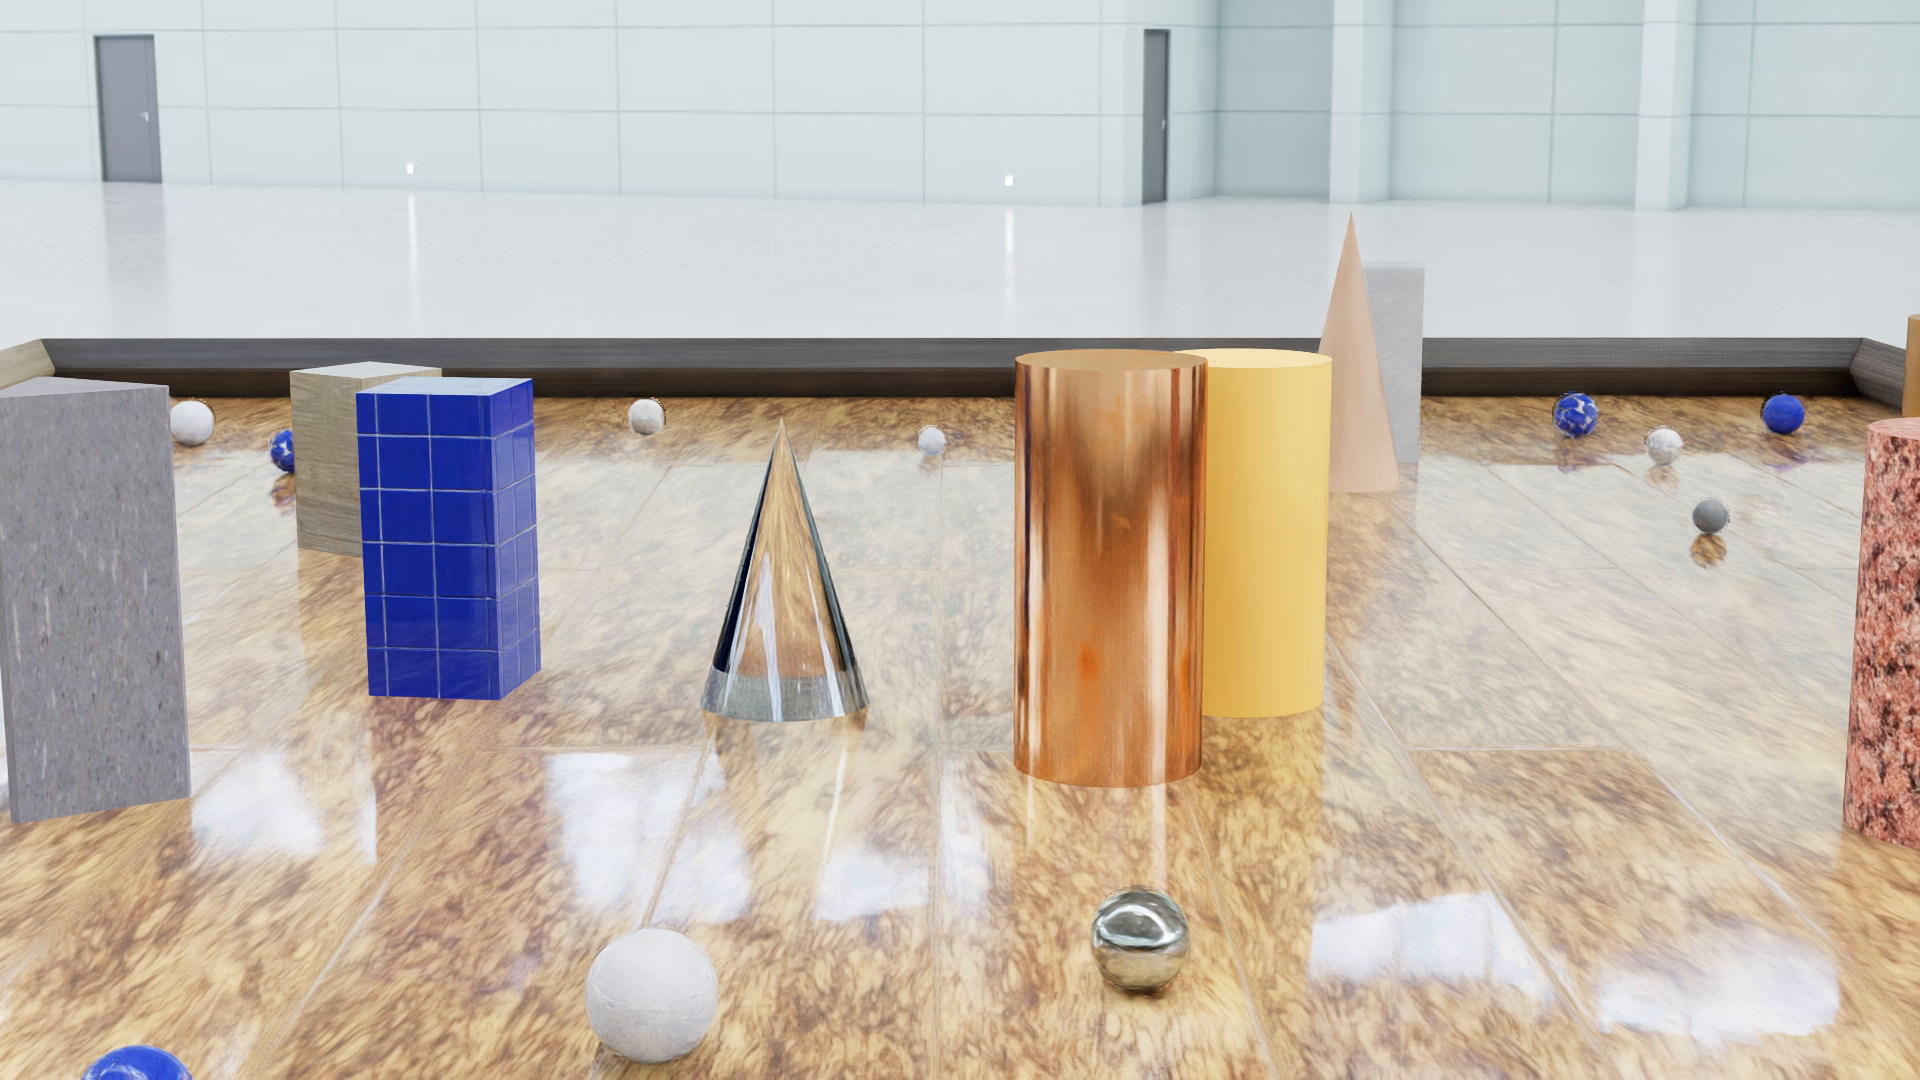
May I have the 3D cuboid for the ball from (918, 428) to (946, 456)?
[{"bbox_3d":[-0.053,-0.187,4.856,0.052,0.052,0.052,0,10,0],"label":"ball"}]

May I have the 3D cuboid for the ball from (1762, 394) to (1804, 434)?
[{"bbox_3d":[1.644,-0.250,5.121,0.081,0.081,0.081,0,10,0],"label":"ball"}]

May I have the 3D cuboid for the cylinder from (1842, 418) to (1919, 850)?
[{"bbox_3d":[0.963,0.087,2.459,0.199,0.386,0.199,0,10,0],"label":"cylinder"}]

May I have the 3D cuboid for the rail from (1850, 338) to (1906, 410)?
[{"bbox_3d":[2.004,0.031,3.460,0.045,0.129,4.598,0,10,0],"label":"rail"}]

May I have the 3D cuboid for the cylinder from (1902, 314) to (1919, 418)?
[{"bbox_3d":[1.413,-0.117,3.573,0.199,0.382,0.199,0,10,0],"label":"cylinder"}]

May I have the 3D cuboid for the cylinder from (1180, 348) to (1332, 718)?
[{"bbox_3d":[0.324,-0.012,2.964,0.199,0.397,0.199,0,10,0],"label":"cylinder"}]

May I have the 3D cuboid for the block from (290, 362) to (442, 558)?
[{"bbox_3d":[-0.902,-0.125,3.919,0.159,0.271,0.159,7,13,34],"label":"block"}]

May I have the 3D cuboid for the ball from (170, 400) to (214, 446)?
[{"bbox_3d":[-1.491,-0.227,4.974,0.088,0.088,0.088,0,10,0],"label":"ball"}]

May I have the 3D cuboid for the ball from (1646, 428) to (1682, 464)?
[{"bbox_3d":[1.302,-0.173,4.745,0.066,0.066,0.066,0,10,0],"label":"ball"}]

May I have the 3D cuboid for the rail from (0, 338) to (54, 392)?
[{"bbox_3d":[-2.004,0.035,3.437,0.045,0.129,4.598,0,10,0],"label":"rail"}]

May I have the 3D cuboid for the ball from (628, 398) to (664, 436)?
[{"bbox_3d":[-0.626,-0.245,5.114,0.073,0.073,0.073,0,10,0],"label":"ball"}]

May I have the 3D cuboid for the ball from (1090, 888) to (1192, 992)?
[{"bbox_3d":[0.144,0.318,2.044,0.081,0.081,0.081,0,10,0],"label":"ball"}]

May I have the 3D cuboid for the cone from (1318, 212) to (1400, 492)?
[{"bbox_3d":[0.678,-0.336,4.488,0.199,0.480,0.199,0,10,0],"label":"cone"}]

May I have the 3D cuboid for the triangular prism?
[{"bbox_3d":[-0.889,0.051,2.569,0.172,0.416,0.149,-7,12,-32],"label":"triangular prism"}]

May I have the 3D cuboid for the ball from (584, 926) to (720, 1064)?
[{"bbox_3d":[-0.228,0.336,1.897,0.099,0.099,0.099,0,10,0],"label":"ball"}]

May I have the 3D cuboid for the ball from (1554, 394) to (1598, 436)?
[{"bbox_3d":[1.225,-0.248,5.096,0.086,0.086,0.086,0,10,0],"label":"ball"}]

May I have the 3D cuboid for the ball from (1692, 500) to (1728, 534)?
[{"bbox_3d":[1.182,-0.037,4.042,0.054,0.054,0.054,0,10,0],"label":"ball"}]

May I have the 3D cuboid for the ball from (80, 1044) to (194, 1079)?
[{"bbox_3d":[-0.551,0.379,1.713,0.083,0.083,0.083,0,10,0],"label":"ball"}]

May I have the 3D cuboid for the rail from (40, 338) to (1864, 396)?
[{"bbox_3d":[-0.013,-0.381,5.686,4.055,0.129,0.045,0,10,0],"label":"rail"}]

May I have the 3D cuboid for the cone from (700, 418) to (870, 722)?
[{"bbox_3d":[-0.203,0.023,2.951,0.199,0.333,0.199,0,10,0],"label":"cone"}]

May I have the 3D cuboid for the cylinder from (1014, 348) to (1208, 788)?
[{"bbox_3d":[0.156,0.025,2.679,0.199,0.428,0.199,0,10,0],"label":"cylinder"}]

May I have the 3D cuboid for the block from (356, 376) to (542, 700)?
[{"bbox_3d":[-0.602,-0.005,3.038,0.159,0.357,0.159,2,11,8],"label":"block"}]

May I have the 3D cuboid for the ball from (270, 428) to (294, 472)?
[{"bbox_3d":[-1.209,-0.162,4.643,0.081,0.081,0.081,0,10,0],"label":"ball"}]

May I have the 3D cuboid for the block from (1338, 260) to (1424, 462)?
[{"bbox_3d":[0.786,-0.338,4.826,0.159,0.360,0.159,2,11,8],"label":"block"}]
